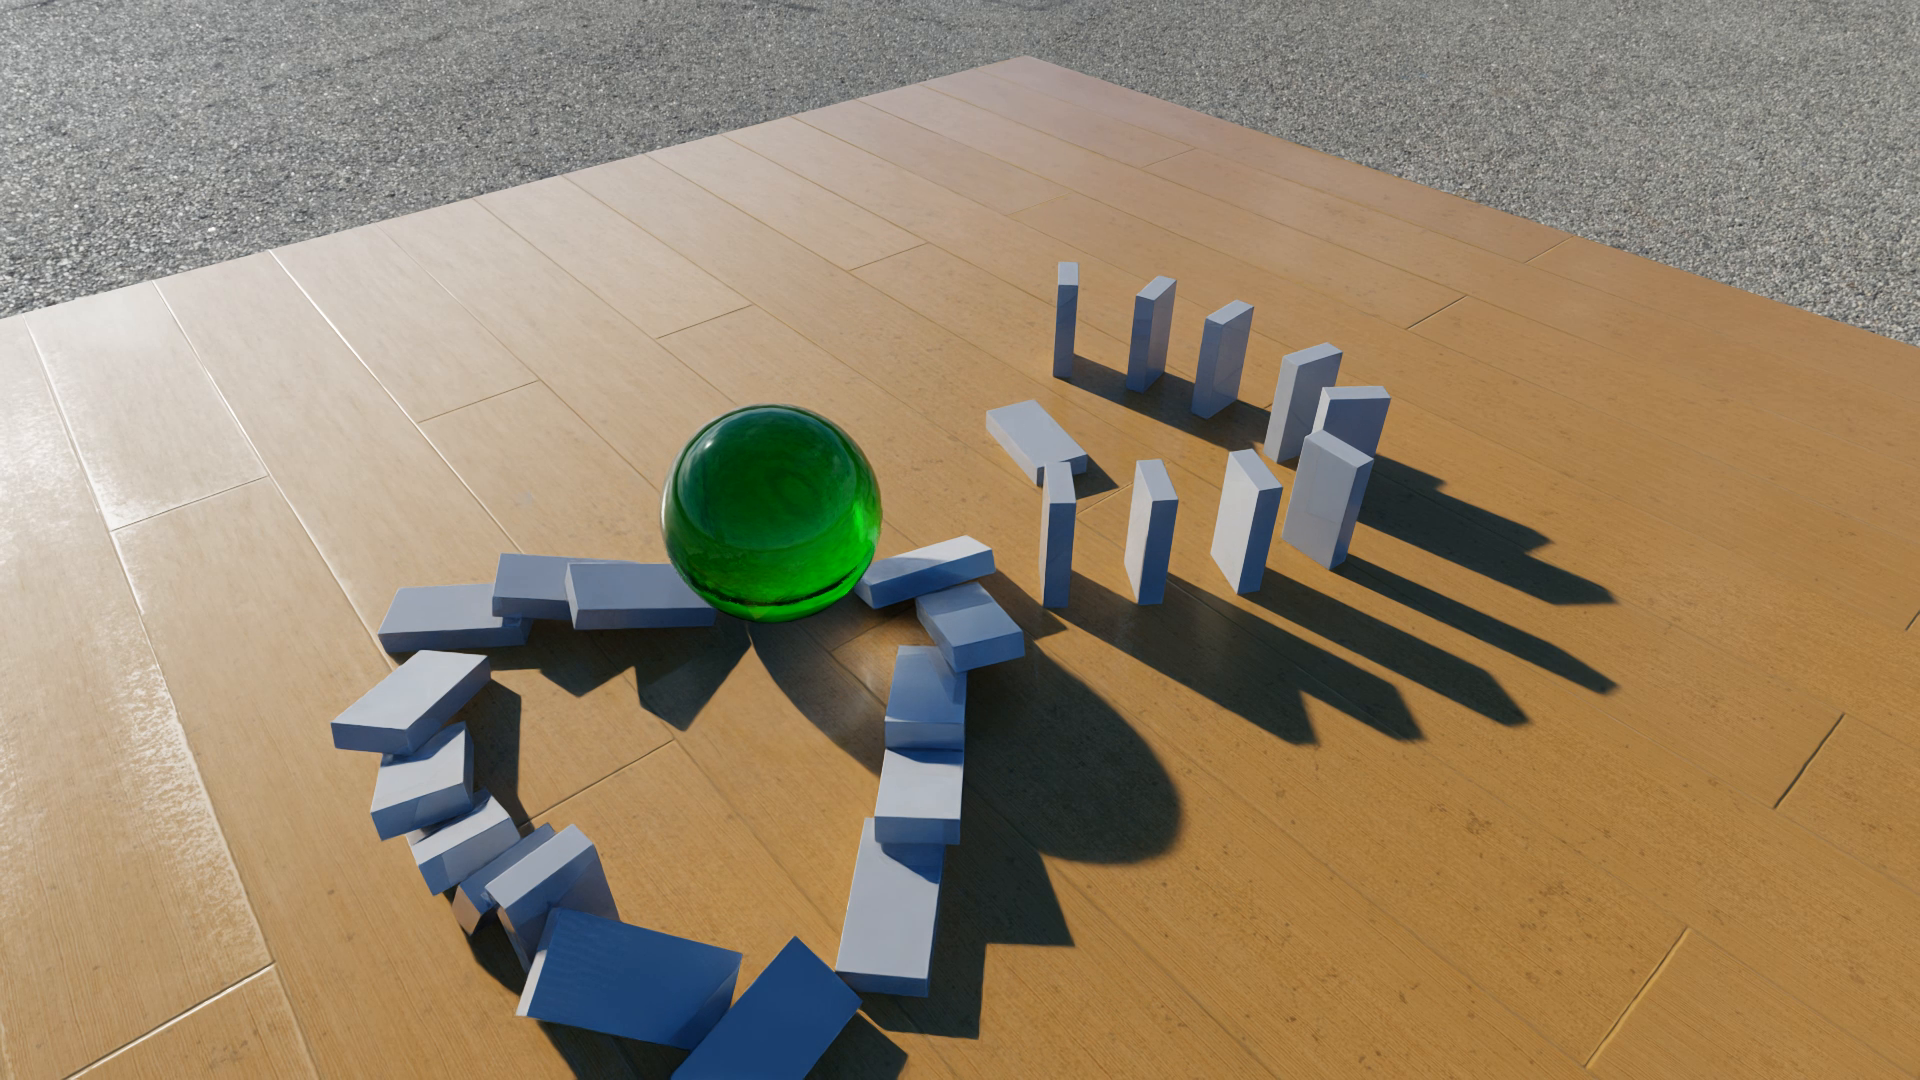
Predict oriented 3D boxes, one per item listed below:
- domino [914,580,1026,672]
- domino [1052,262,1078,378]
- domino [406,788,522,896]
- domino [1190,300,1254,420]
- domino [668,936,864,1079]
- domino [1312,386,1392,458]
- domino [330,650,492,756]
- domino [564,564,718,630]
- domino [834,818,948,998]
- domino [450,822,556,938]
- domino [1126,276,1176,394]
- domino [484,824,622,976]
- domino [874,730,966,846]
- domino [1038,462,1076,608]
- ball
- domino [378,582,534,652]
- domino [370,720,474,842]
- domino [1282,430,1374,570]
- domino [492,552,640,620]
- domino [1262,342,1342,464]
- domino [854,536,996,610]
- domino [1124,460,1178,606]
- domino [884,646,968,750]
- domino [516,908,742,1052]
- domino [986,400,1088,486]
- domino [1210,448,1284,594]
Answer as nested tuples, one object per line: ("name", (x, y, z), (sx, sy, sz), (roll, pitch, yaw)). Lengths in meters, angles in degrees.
("domino", (0.003, 0.030, 0.394), (0.025, 0.010, 0.050), (-12, 21, -14))
("domino", (0.052, -0.109, 0.544), (0.010, 0.050, 0.025), (3, 39, 4))
("domino", (-0.144, 0.086, 0.317), (0.025, 0.010, 0.050), (-27, 12, -29))
("domino", (0.122, -0.084, 0.514), (0.010, 0.050, 0.025), (32, 49, 33))
("domino", (-0.050, 0.129, 0.278), (0.025, 0.010, 0.050), (42, 50, 7))
("domino", (0.161, -0.040, 0.461), (0.025, 0.050, 0.009), (-2, 39, -2))
("domino", (-0.181, 0.053, 0.367), (0.025, 0.010, 0.050), (4, 22, 5))
("domino", (-0.117, 0.020, 0.405), (0.050, 0.009, 0.025), (1, 39, -30))
("domino", (-0.019, 0.104, 0.316), (0.025, 0.010, 0.050), (3, 39, 4))
("domino", (-0.124, 0.093, 0.300), (0.025, 0.050, 0.010), (-35, 85, -35))
("domino", (0.092, -0.099, 0.533), (0.009, 0.050, 0.025), (22, 44, 25))
("domino", (-0.105, 0.100, 0.289), (0.009, 0.050, 0.025), (30, 48, 31))
("domino", (-0.011, 0.074, 0.344), (0.025, 0.009, 0.050), (2, 25, 2))
("domino", (0.036, -0.002, 0.413), (0.009, 0.050, 0.025), (0, 39, 0))
("ball", (-0.068, -0.010, 0.400), (0.080, 0.080, 0.080), (0, 39, 0))
("domino", (-0.185, 0.028, 0.409), (0.050, 0.010, 0.025), (-3, 39, -4))
("domino", (-0.165, 0.073, 0.339), (0.025, 0.010, 0.050), (-17, 19, -19))
("domino", (0.143, -0.015, 0.430), (0.010, 0.050, 0.025), (-24, 45, -27))
("domino", (-0.147, 0.018, 0.412), (0.050, 0.010, 0.025), (4, 37, -18))
("domino", (0.151, -0.060, 0.485), (0.025, 0.050, 0.009), (-19, 43, -22))
("domino", (-0.014, 0.012, 0.422), (0.050, 0.010, 0.025), (-16, 18, -19))
("domino", (0.072, -0.003, 0.415), (0.009, 0.050, 0.025), (-4, 39, -4))
("domino", (-0.010, 0.052, 0.369), (0.025, 0.009, 0.050), (1, 23, 2))
("domino", (-0.082, 0.112, 0.278), (0.050, 0.009, 0.025), (27, 58, -27))
("domino", (0.034, -0.045, 0.498), (0.025, 0.009, 0.050), (-17, 42, -19))
("domino", (0.109, -0.007, 0.420), (0.010, 0.050, 0.025), (-9, 40, -11))
